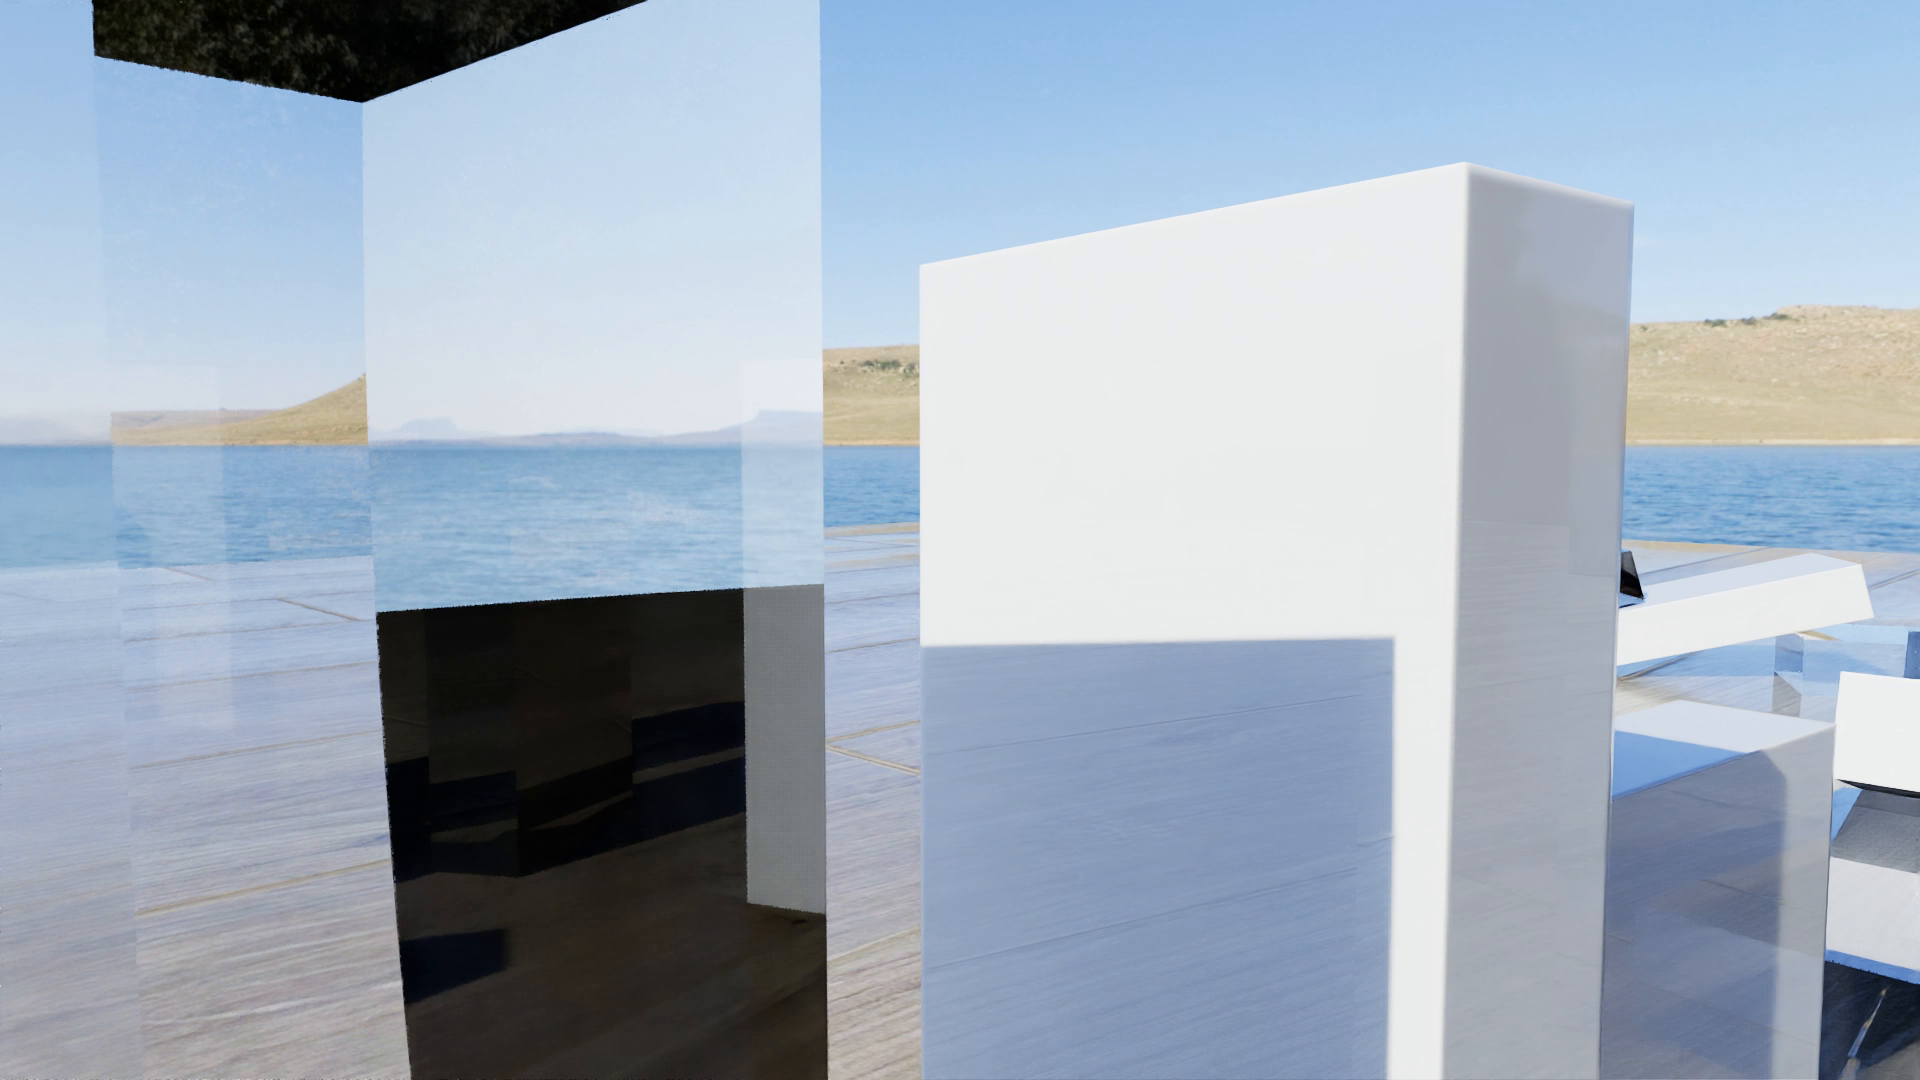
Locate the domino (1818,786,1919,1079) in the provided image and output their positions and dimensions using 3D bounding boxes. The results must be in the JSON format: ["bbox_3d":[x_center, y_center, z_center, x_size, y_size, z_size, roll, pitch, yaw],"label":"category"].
[{"bbox_3d":[0.075,0.030,0.099,0.050,0.010,0.025,-4,6,-41],"label":"domino"}]

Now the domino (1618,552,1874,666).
[{"bbox_3d":[0.137,0.014,0.240,0.050,0.010,0.025,-14,0,17],"label":"domino"}]

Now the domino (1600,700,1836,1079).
[{"bbox_3d":[0.032,0.025,0.070,0.050,0.025,0.009,-3,5,-37],"label":"domino"}]

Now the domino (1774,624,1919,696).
[{"bbox_3d":[0.171,0.021,0.219,0.050,0.009,0.025,2,5,23],"label":"domino"}]

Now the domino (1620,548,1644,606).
[{"bbox_3d":[0.102,0.012,0.251,0.050,0.009,0.025,-16,2,8],"label":"domino"}]

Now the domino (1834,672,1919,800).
[{"bbox_3d":[0.104,0.022,0.122,0.050,0.009,0.025,17,-8,-43],"label":"domino"}]

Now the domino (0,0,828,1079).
[{"bbox_3d":[-0.015,0.016,0.025,0.025,0.050,0.010,4,6,40],"label":"domino"}]

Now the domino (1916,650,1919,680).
[{"bbox_3d":[0.157,0.018,0.173,0.025,0.009,0.050,9,-5,13],"label":"domino"}]

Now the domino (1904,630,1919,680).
[{"bbox_3d":[0.130,0.020,0.149,0.050,0.010,0.025,16,-8,-43],"label":"domino"}]

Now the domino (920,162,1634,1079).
[{"bbox_3d":[0.010,0.014,0.049,0.009,0.050,0.025,-3,5,-37],"label":"domino"}]
